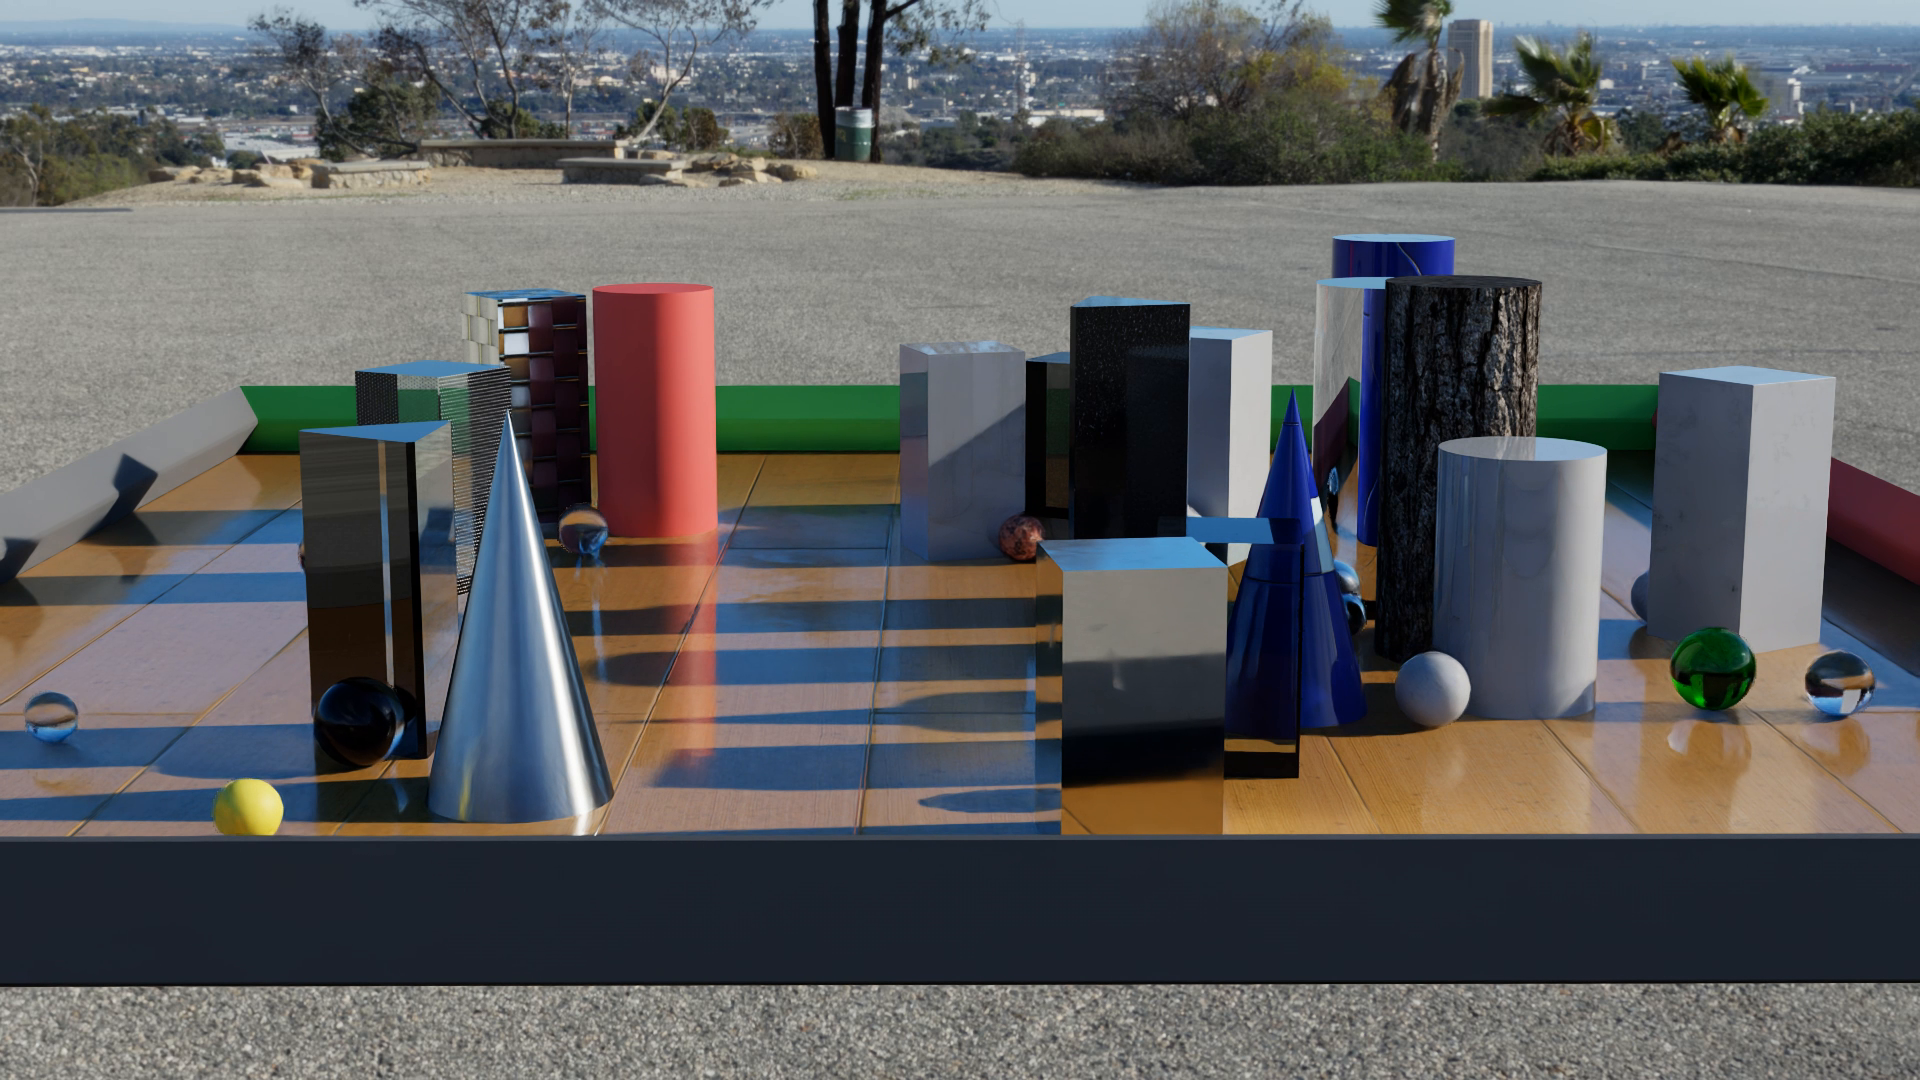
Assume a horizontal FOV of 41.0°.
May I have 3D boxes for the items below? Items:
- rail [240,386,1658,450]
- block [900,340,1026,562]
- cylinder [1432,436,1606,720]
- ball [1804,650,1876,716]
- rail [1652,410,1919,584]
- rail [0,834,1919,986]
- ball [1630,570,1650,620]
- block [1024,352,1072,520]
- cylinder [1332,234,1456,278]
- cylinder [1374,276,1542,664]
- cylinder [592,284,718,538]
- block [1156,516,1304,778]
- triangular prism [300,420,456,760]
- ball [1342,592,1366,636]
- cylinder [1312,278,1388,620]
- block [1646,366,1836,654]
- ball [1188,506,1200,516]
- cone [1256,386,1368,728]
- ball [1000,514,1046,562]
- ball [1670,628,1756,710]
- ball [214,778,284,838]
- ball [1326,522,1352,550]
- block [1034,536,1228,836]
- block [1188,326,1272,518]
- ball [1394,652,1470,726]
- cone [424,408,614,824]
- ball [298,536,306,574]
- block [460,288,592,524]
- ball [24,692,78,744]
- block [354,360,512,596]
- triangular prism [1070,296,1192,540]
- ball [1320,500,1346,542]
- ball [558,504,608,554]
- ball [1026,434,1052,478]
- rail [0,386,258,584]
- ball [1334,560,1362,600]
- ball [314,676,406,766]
[{"bbox_3d":[-0.008,-0.228,4.837,2.708,0.122,0.045,0,11,0],"label":"rail"},{"bbox_3d":[0.003,-0.136,3.849,0.150,0.307,0.150,-3,11,-17],"label":"block"},{"bbox_3d":[0.638,0.040,2.940,0.188,0.294,0.188,0,11,0],"label":"cylinder"},{"bbox_3d":[0.990,0.161,2.887,0.075,0.075,0.075,0,11,0],"label":"ball"},{"bbox_3d":[1.330,0.030,3.457,0.045,0.122,2.870,0,11,0],"label":"rail"},{"bbox_3d":[0.008,0.290,2.062,2.708,0.122,0.045,0,11,0],"label":"rail"},{"bbox_3d":[0.916,0.074,3.359,0.073,0.073,0.073,0,11,0],"label":"ball"},{"bbox_3d":[0.199,-0.170,4.180,0.150,0.252,0.150,6,12,29],"label":"block"},{"bbox_3d":[0.671,-0.243,4.010,0.188,0.457,0.188,0,11,0],"label":"cylinder"},{"bbox_3d":[0.612,-0.087,3.164,0.188,0.462,0.188,0,11,0],"label":"cylinder"},{"bbox_3d":[-0.479,-0.207,4.034,0.188,0.378,0.188,0,11,0],"label":"cylinder"},{"bbox_3d":[0.281,0.110,2.699,0.150,0.245,0.150,1,11,5],"label":"block"},{"bbox_3d":[-0.598,0.047,2.782,0.163,0.339,0.141,7,12,32],"label":"triangular prism"},{"bbox_3d":[0.491,0.096,3.285,0.057,0.057,0.057,0,11,0],"label":"ball"},{"bbox_3d":[0.567,-0.126,3.442,0.188,0.437,0.188,0,11,0],"label":"cylinder"},{"bbox_3d":[0.987,-0.041,3.249,0.150,0.339,0.150,-7,12,-32],"label":"block"},{"bbox_3d":[0.317,-0.011,3.776,0.088,0.088,0.088,0,11,0],"label":"ball"},{"bbox_3d":[0.372,0.010,2.898,0.188,0.369,0.188,0,11,0],"label":"cone"},{"bbox_3d":[0.093,-0.004,3.785,0.070,0.070,0.070,0,11,0],"label":"ball"},{"bbox_3d":[0.855,0.147,2.914,0.094,0.094,0.094,0,11,0],"label":"ball"},{"bbox_3d":[-0.669,0.256,2.415,0.063,0.063,0.063,0,11,0],"label":"ball"},{"bbox_3d":[0.573,-0.006,3.880,0.040,0.040,0.040,0,11,0],"label":"ball"},{"bbox_3d":[0.157,0.149,2.395,0.150,0.279,0.150,-1,11,-7],"label":"block"},{"bbox_3d":[0.368,-0.149,3.864,0.150,0.327,0.150,6,12,29],"label":"block"},{"bbox_3d":[0.524,0.165,2.844,0.083,0.083,0.083,0,11,0],"label":"ball"},{"bbox_3d":[-0.442,0.064,2.540,0.188,0.394,0.188,0,11,0],"label":"cone"},{"bbox_3d":[-0.881,0.019,3.600,0.093,0.093,0.093,0,11,0],"label":"ball"},{"bbox_3d":[-0.698,-0.216,4.130,0.150,0.360,0.150,-7,13,-32],"label":"block"},{"bbox_3d":[-0.983,0.192,2.776,0.055,0.055,0.055,0,11,0],"label":"ball"},{"bbox_3d":[-0.733,-0.089,3.597,0.150,0.306,0.150,6,12,28],"label":"block"},{"bbox_3d":[0.202,-0.109,3.404,0.163,0.417,0.141,-3,11,-16],"label":"triangular prism"},{"bbox_3d":[0.558,-0.028,3.929,0.065,0.065,0.065,0,11,0],"label":"ball"},{"bbox_3d":[-0.563,-0.015,3.837,0.074,0.074,0.074,0,11,0],"label":"ball"},{"bbox_3d":[0.125,-0.149,4.545,0.078,0.078,0.078,0,11,0],"label":"ball"},{"bbox_3d":[-1.330,0.033,3.442,0.045,0.122,2.870,0,11,0],"label":"rail"},{"bbox_3d":[0.485,0.067,3.364,0.085,0.085,0.085,0,11,0],"label":"ball"},{"bbox_3d":[-0.628,0.190,2.682,0.094,0.094,0.094,0,11,0],"label":"ball"}]
